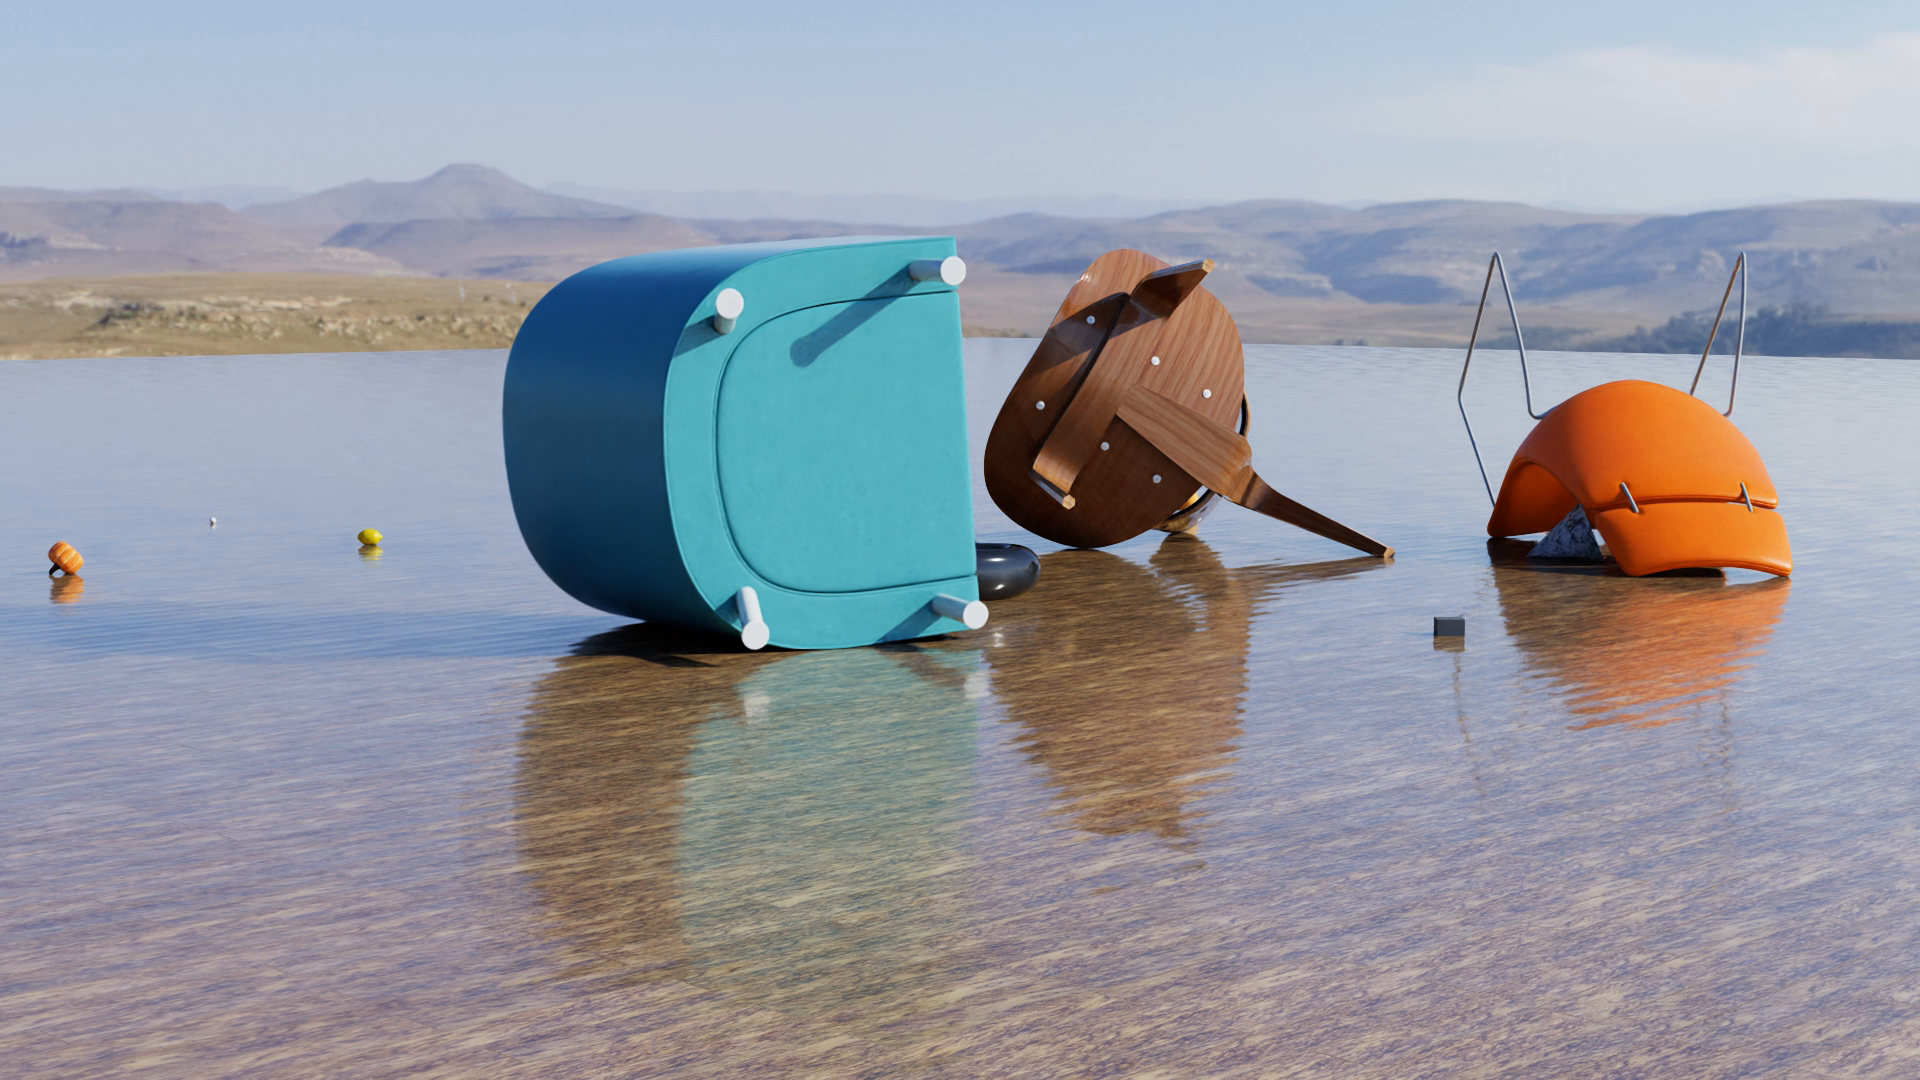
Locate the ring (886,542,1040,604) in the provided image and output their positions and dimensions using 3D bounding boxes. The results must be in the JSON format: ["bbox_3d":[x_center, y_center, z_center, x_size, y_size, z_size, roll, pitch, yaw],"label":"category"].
[{"bbox_3d":[0.009,0.067,5.246,0.364,0.108,0.165,-3,8,-33],"label":"ring"}]

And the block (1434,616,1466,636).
[{"bbox_3d":[0.901,0.159,4.723,0.050,0.030,0.041,0,6,1],"label":"block"}]

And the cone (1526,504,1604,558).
[{"bbox_3d":[1.402,0.009,6.011,0.165,0.140,0.193,-23,8,13],"label":"cone"}]
